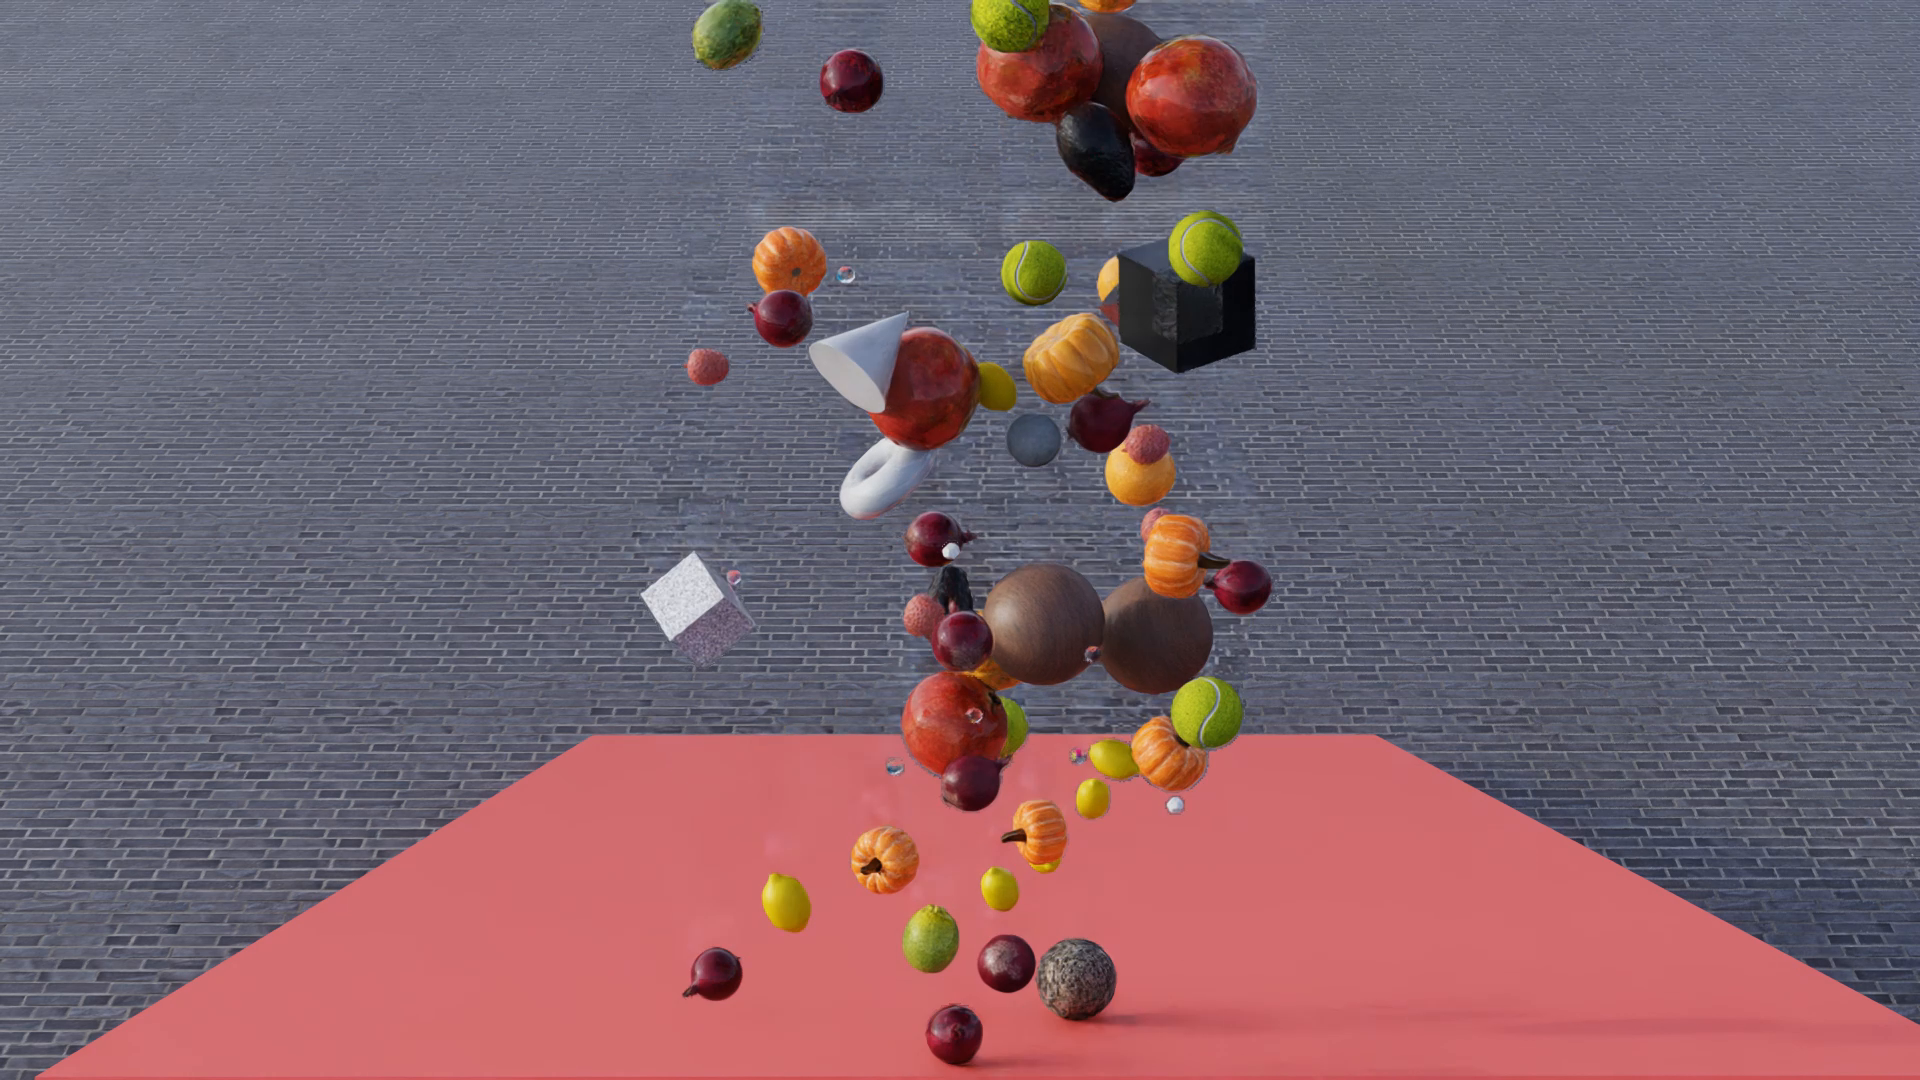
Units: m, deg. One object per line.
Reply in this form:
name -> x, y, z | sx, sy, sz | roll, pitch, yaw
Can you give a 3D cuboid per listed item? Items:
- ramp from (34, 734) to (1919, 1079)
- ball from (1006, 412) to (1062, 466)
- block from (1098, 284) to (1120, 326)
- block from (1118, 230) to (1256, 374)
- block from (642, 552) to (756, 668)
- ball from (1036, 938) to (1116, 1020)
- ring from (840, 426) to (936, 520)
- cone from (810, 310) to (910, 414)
ramp -> 0.063, 0.570, 4.611 | 2.000, 0.100, 4.000 | 0, 1, 0
ball -> 0.071, -0.096, 2.466 | 0.052, 0.052, 0.052 | 0, 28, 0
block -> 0.201, -0.252, 2.741 | 0.066, 0.066, 0.066 | -51, 12, -10
block -> 0.223, -0.236, 2.541 | 0.096, 0.096, 0.096 | -19, 33, -26
block -> -0.267, 0.072, 2.644 | 0.070, 0.070, 0.070 | -39, 54, 2
ball -> 0.130, 0.493, 2.903 | 0.091, 0.091, 0.091 | 0, 28, 0
ring -> -0.069, -0.064, 2.466 | 0.110, 0.037, 0.110 | -37, 20, 16
cone -> -0.074, -0.178, 2.354 | 0.089, 0.089, 0.089 | 26, 66, 39
